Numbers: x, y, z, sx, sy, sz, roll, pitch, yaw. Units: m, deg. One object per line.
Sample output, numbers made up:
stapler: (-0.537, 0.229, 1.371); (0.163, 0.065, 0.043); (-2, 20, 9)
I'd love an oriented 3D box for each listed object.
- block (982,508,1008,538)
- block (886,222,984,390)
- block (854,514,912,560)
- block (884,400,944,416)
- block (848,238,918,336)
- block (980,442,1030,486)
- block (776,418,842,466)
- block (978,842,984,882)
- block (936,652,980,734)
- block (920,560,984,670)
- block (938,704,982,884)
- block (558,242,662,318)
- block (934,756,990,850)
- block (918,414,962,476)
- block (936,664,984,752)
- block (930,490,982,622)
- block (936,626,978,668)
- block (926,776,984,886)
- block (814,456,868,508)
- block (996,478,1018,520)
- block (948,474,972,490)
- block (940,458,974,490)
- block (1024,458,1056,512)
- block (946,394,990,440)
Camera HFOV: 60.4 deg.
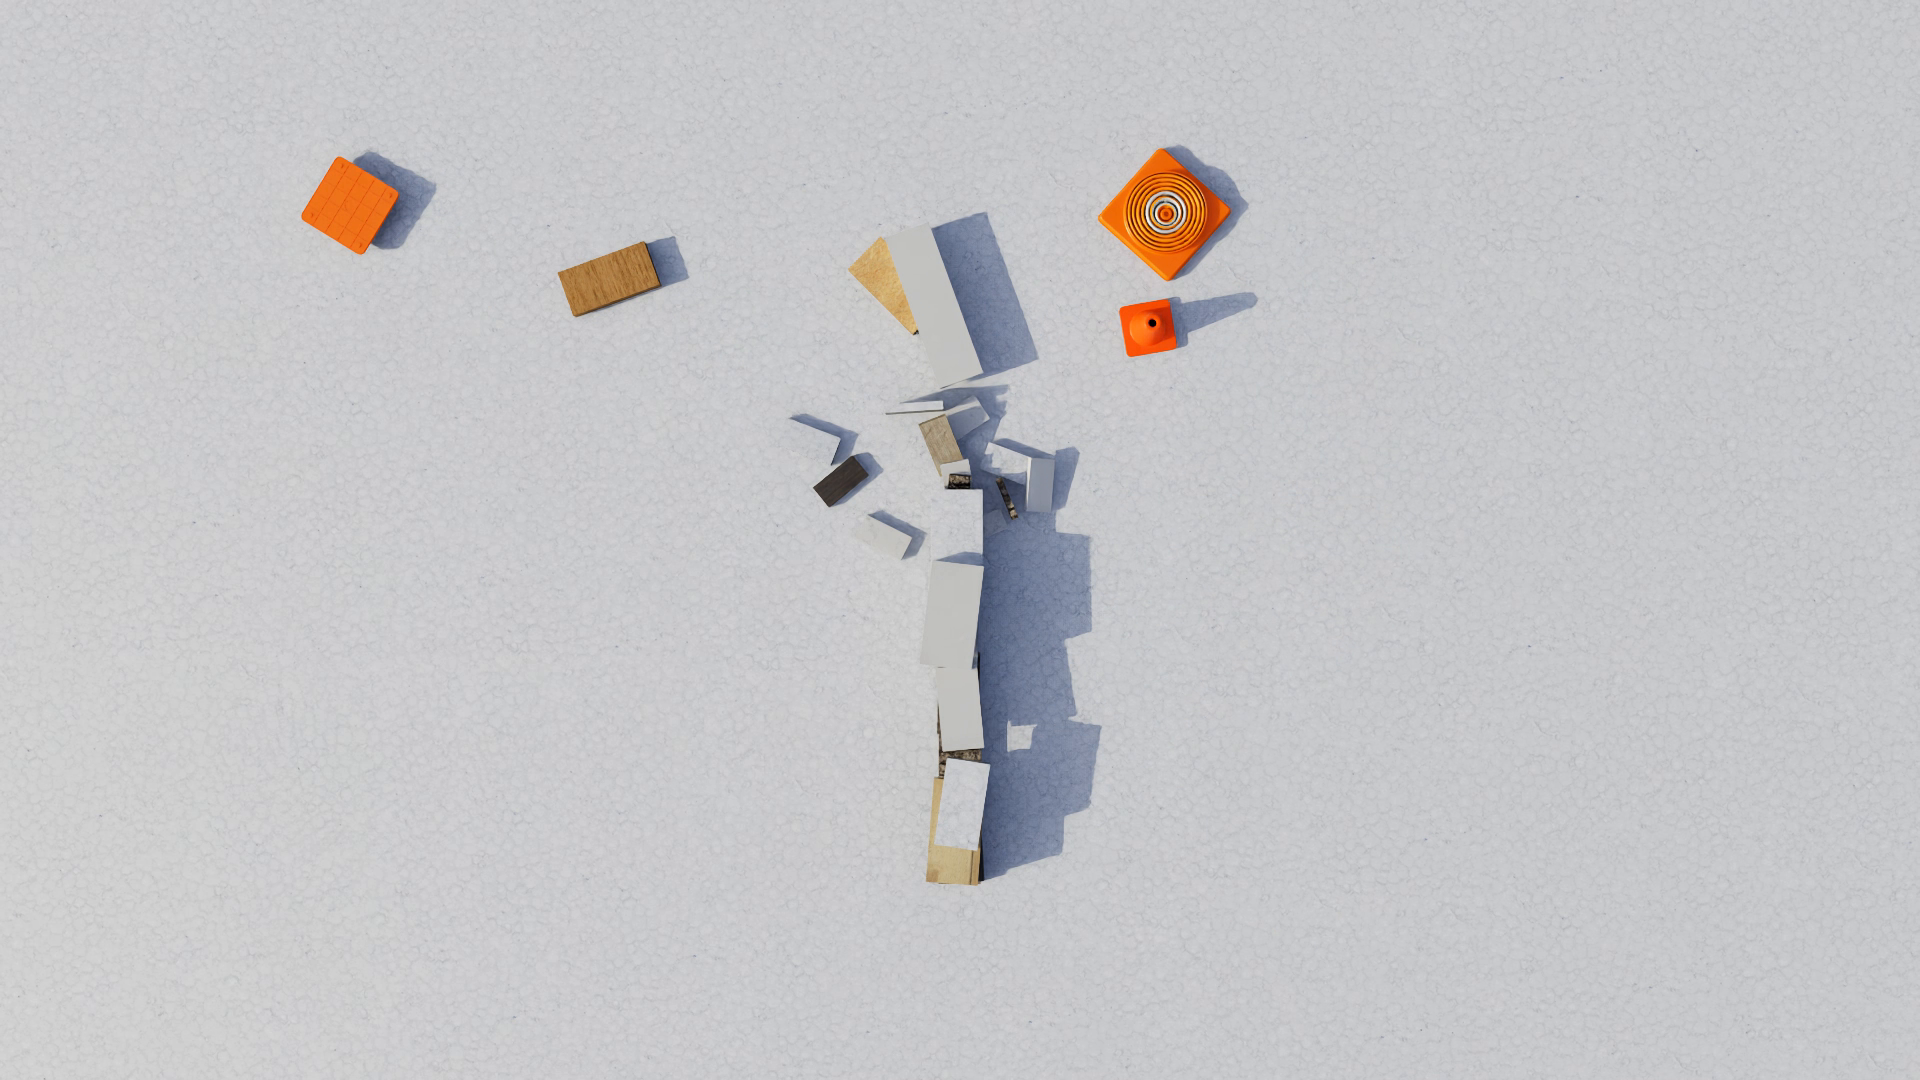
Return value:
block: (0.080, -0.046, 5.490); (0.143, 0.020, 0.072); (-22, 90, 0)
block: (-0.085, -0.771, 5.435); (0.152, 0.043, 0.525); (-20, 90, 0)
block: (-0.254, -0.008, 5.488); (0.171, 0.024, 0.086); (27, 90, 0)
block: (-0.151, -0.436, 5.452); (0.194, 0.097, 0.027); (-4, 90, 0)
block: (-0.210, -0.843, 5.478); (0.304, 0.043, 0.152); (45, 90, 0)
block: (0.168, -0.249, 5.487); (0.189, 0.027, 0.095); (20, 90, 0)
block: (-0.503, -0.327, 5.486); (0.194, 0.027, 0.097); (21, 90, 0)
block: (0.002, 0.984, 5.440); (0.141, 0.040, 0.283); (-3, 90, 0)
block: (-0.004, 0.507, 5.450); (0.135, 0.038, 0.271); (2, 77, 0)
block: (-0.026, 0.245, 5.355); (0.169, 0.048, 0.337); (7, 86, 1)
block: (0.000, 0.843, 5.480); (0.141, 0.040, 0.592); (0, 90, 0)
block: (-1.163, -0.866, 5.478); (0.304, 0.043, 0.152); (-20, 90, 0)
block: (0.007, 0.855, 5.352); (0.141, 0.040, 0.283); (9, 90, 0)
block: (-0.058, -0.313, 5.453); (0.094, 0.027, 0.189); (-21, 109, 3)
block: (-0.001, 0.547, 5.383); (0.135, 0.038, 0.271); (-5, 88, 0)
block: (-0.010, 0.050, 5.414); (0.169, 0.048, 0.431); (0, 92, 0)
block: (-0.009, 0.318, 5.452); (0.135, 0.038, 0.271); (1, 78, 0)
block: (-0.014, 0.952, 5.396); (0.169, 0.048, 0.338); (4, 90, 0)
block: (-0.396, -0.195, 5.488); (0.171, 0.024, 0.086); (-39, 90, 0)
block: (0.155, -0.136, 5.464); (0.020, 0.072, 0.143); (-22, 90, 0)
block: (-0.007, -0.143, 5.448); (0.072, 0.020, 0.143); (5, 102, -4)
block: (-0.002, -0.169, 5.467); (0.095, 0.027, 0.189); (-11, 102, 0)
block: (0.264, -0.182, 5.467); (0.085, 0.024, 0.176); (3, 96, -18)
block: (-0.008, -0.391, 5.486); (0.194, 0.027, 0.097); (-33, 90, 0)
